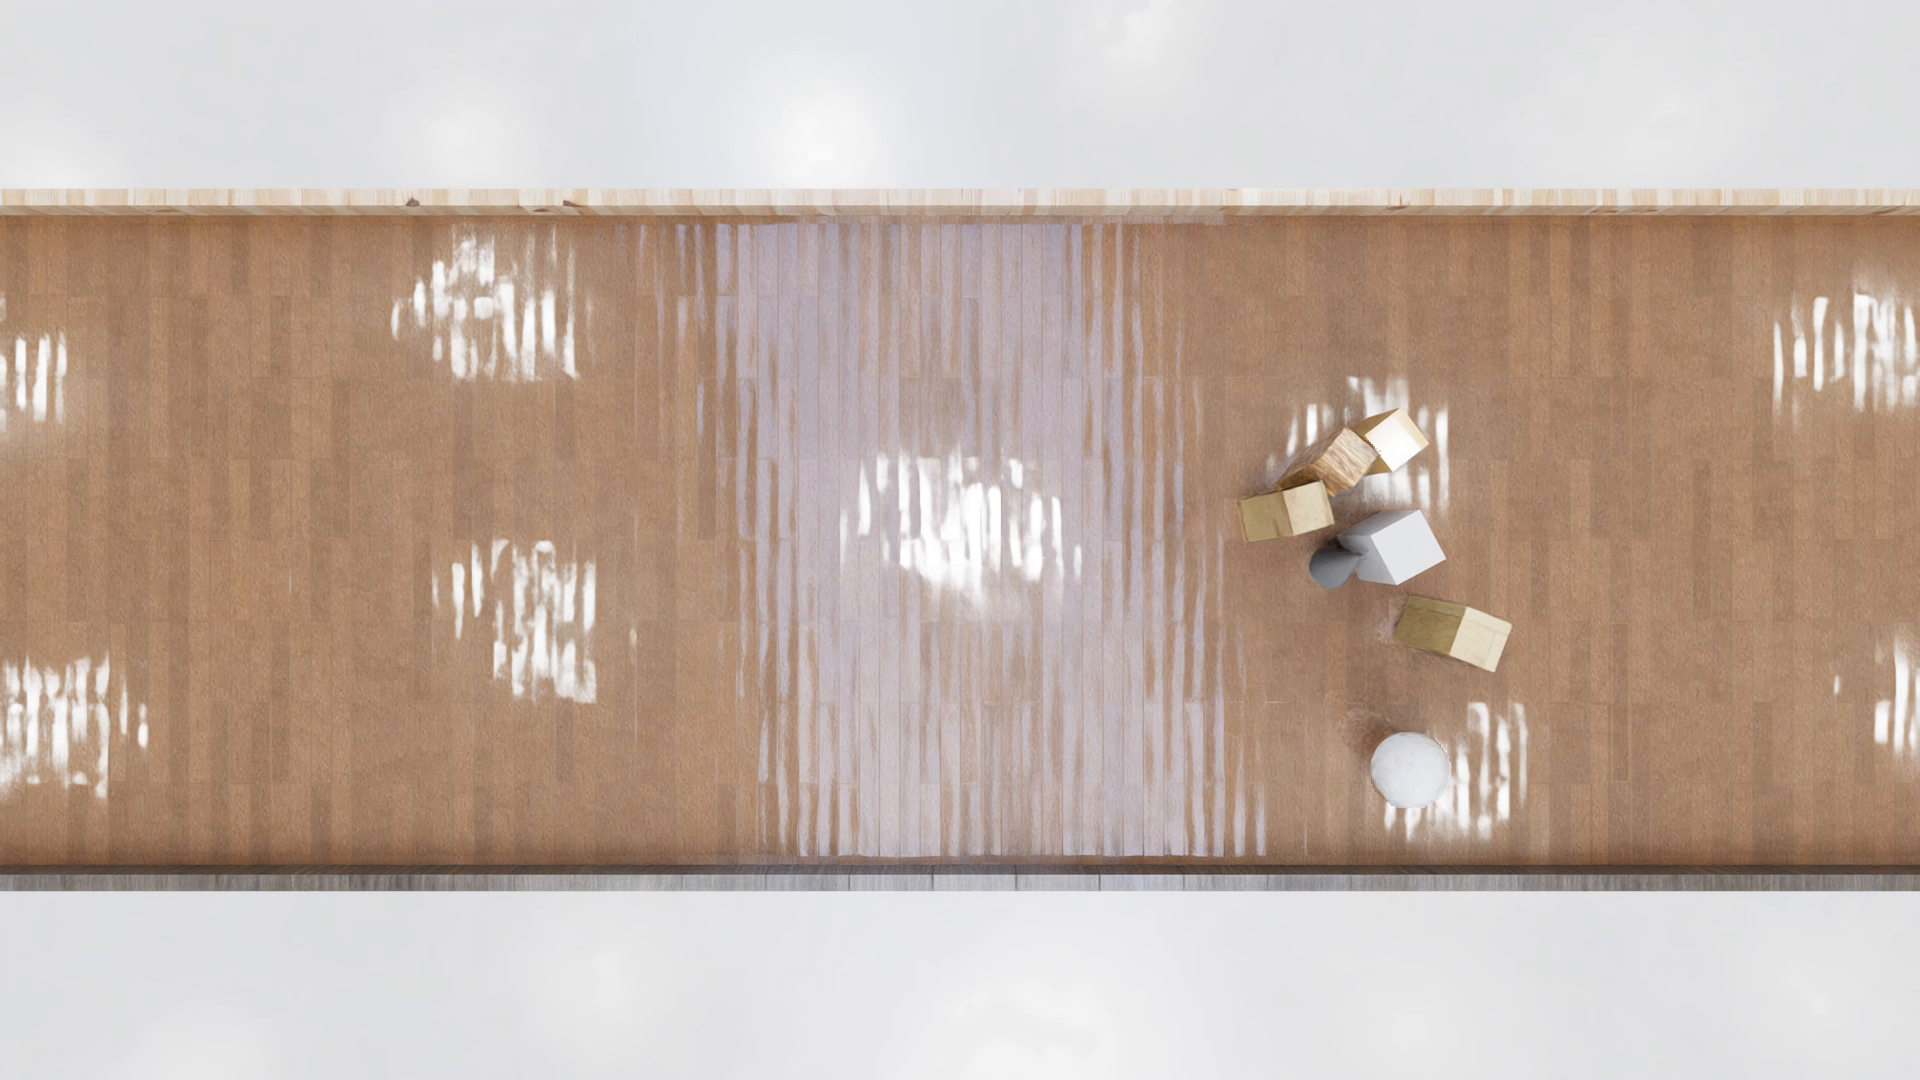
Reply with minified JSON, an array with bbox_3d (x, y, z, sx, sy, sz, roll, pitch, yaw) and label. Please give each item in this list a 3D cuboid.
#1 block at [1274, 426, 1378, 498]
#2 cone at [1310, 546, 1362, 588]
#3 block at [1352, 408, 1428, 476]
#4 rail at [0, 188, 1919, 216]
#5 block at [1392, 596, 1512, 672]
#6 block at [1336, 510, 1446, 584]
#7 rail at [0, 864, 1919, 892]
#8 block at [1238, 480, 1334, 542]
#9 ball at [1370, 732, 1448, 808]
[{"bbox_3d":[1.074,-0.205,4.860,0.121,0.417,0.121,40,78,0],"label":"block"},{"bbox_3d":[1.149,0.064,4.907,0.130,0.323,0.130,1,83,-4],"label":"cone"},{"bbox_3d":[1.243,-0.286,4.883,0.130,0.386,0.130,-38,90,0],"label":"block"},{"bbox_3d":[-2.247,-1.025,5.002,12.000,0.150,0.050,0,90,0],"label":"rail"},{"bbox_3d":[1.448,0.272,4.871,0.145,0.392,0.145,21,90,-9],"label":"block"},{"bbox_3d":[1.261,0.019,4.852,0.156,0.447,0.156,-28,90,1],"label":"block"},{"bbox_3d":[-2.247,1.025,5.001,12.000,0.150,0.050,0,90,0],"label":"rail"},{"bbox_3d":[0.966,-0.083,4.903,0.130,0.324,0.130,-15,90,-14],"label":"block"},{"bbox_3d":[1.304,0.665,4.785,0.218,0.218,0.218,0,90,0],"label":"ball"}]
